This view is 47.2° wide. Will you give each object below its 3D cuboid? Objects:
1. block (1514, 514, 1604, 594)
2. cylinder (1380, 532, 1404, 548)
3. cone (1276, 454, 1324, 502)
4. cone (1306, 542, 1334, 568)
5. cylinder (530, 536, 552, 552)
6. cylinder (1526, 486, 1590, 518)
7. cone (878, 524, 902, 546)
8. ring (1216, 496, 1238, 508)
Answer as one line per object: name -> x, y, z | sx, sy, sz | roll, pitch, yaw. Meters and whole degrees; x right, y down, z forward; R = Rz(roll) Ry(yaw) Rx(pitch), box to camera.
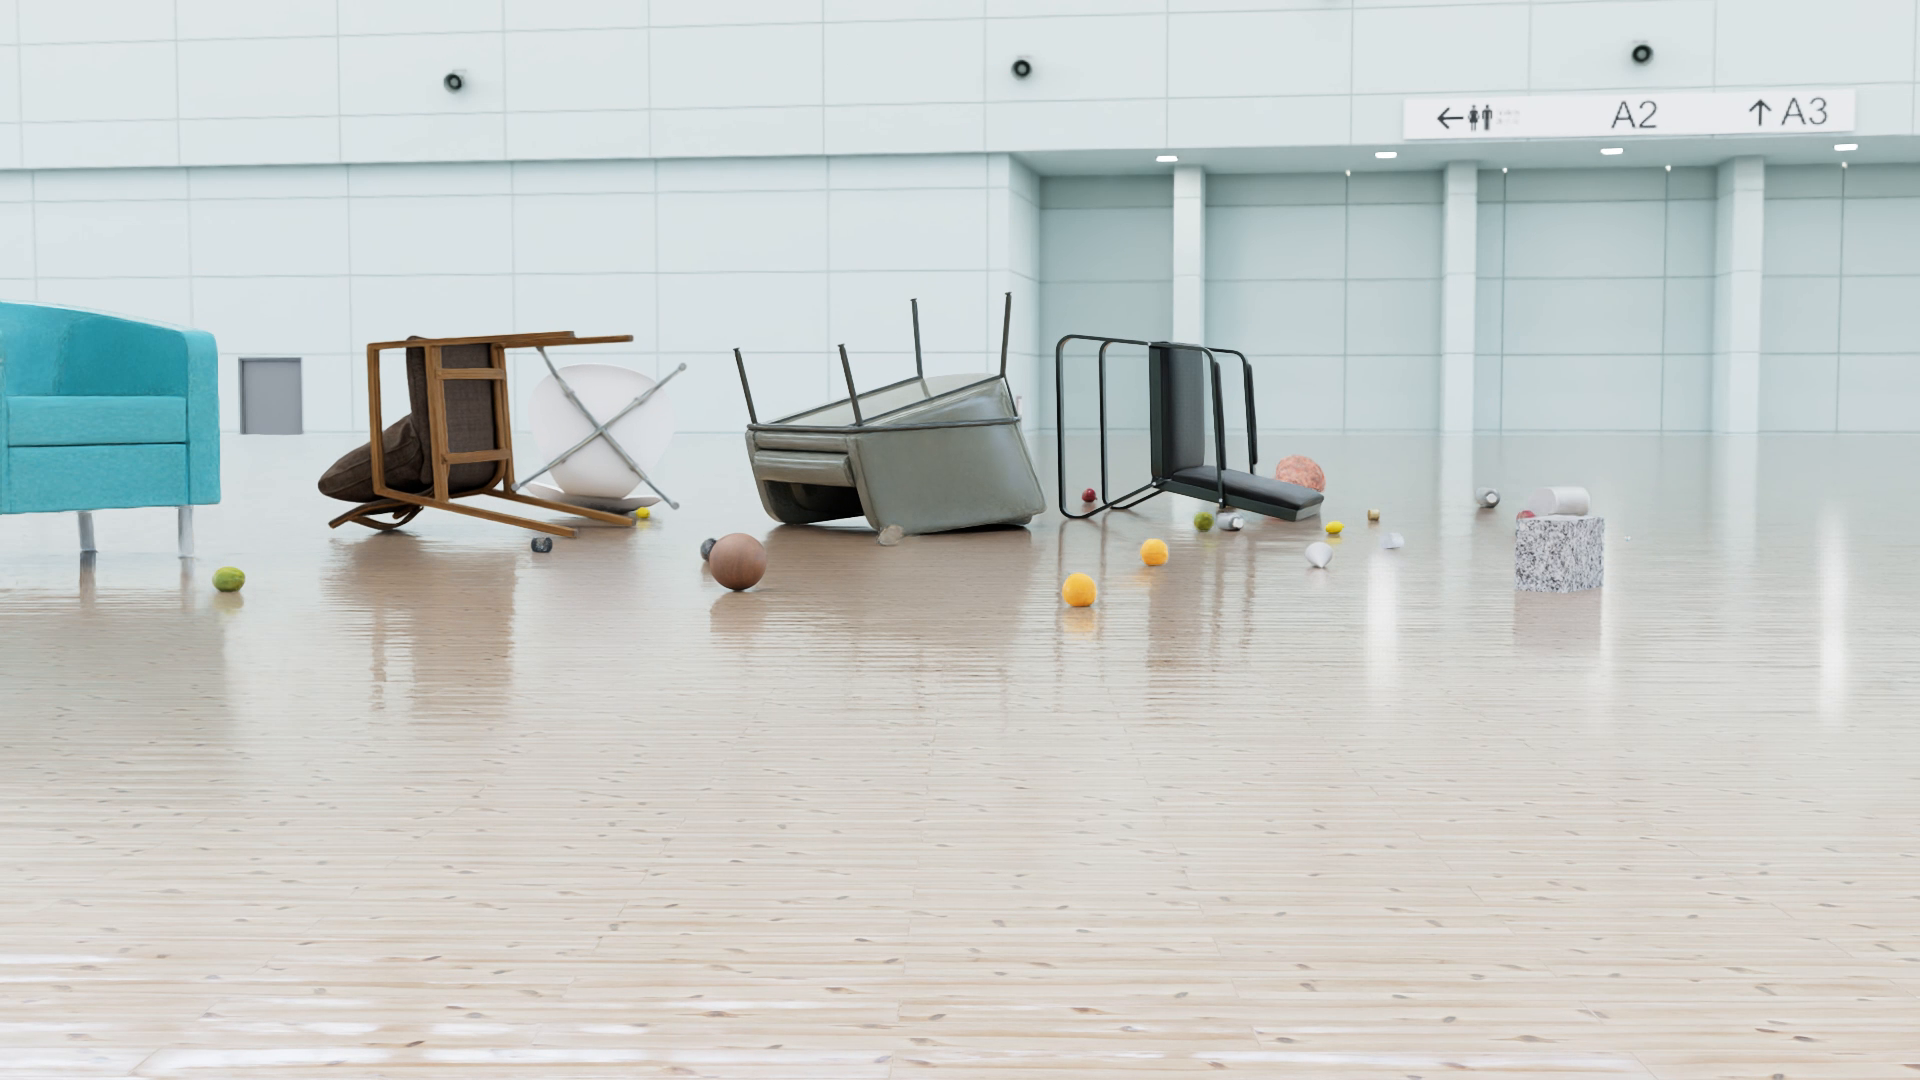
block -> 1.353, 0.029, 4.959 | 0.117, 0.158, 0.221 | 3, 5, 38
cylinder -> 1.215, 0.002, 6.188 | 0.046, 0.045, 0.049 | 3, -5, -44
cone -> 1.326, -0.201, 8.791 | 0.206, 0.212, 0.203 | -21, 18, 40
cone -> 0.911, 0.053, 5.553 | 0.071, 0.064, 0.093 | -9, 27, 13
cylinder -> -1.150, 0.013, 6.047 | 0.040, 0.043, 0.044 | 2, -13, 26
cylinder -> 1.955, -0.111, 7.193 | 0.134, 0.125, 0.166 | -2, -18, -23
cone -> -0.219, -0.001, 6.324 | 0.082, 0.056, 0.113 | -39, 4, -25
ring -> 1.010, -0.142, 8.329 | 0.085, 0.040, 0.166 | -1, 3, -1
